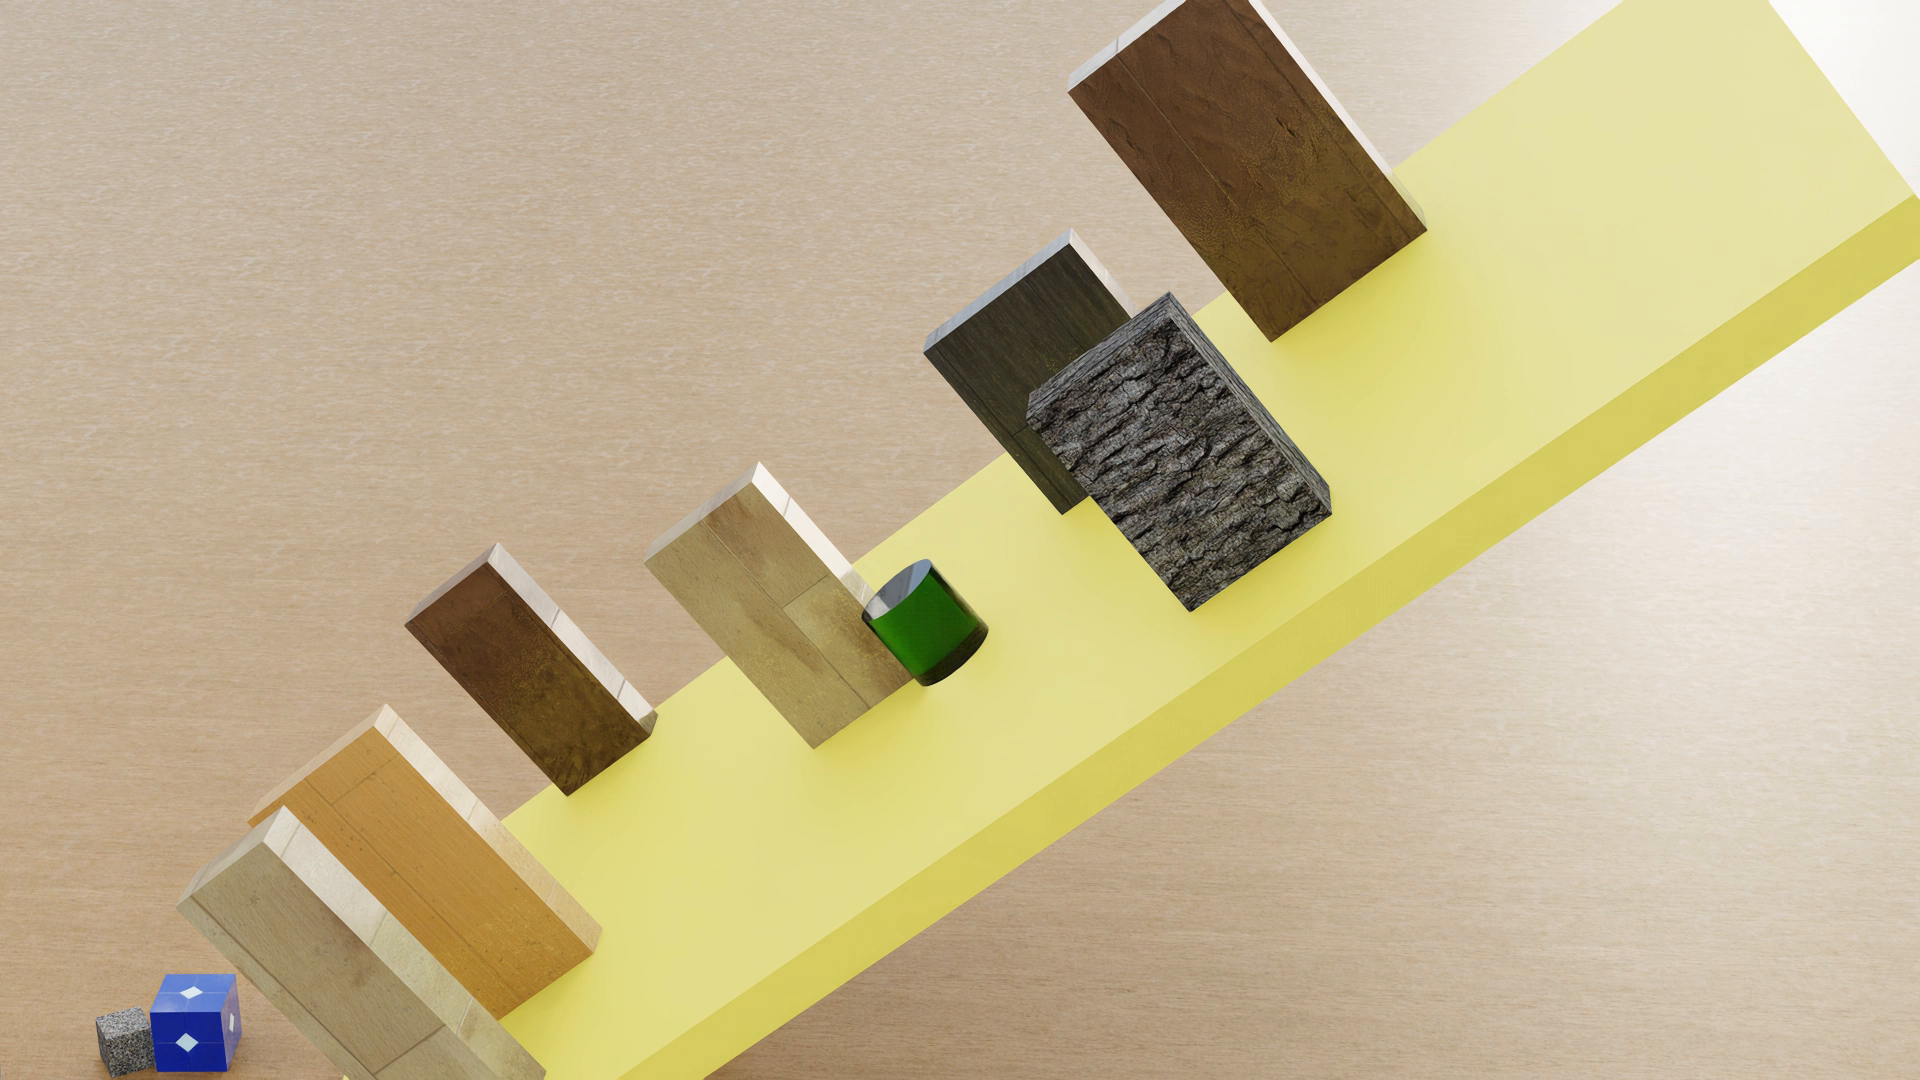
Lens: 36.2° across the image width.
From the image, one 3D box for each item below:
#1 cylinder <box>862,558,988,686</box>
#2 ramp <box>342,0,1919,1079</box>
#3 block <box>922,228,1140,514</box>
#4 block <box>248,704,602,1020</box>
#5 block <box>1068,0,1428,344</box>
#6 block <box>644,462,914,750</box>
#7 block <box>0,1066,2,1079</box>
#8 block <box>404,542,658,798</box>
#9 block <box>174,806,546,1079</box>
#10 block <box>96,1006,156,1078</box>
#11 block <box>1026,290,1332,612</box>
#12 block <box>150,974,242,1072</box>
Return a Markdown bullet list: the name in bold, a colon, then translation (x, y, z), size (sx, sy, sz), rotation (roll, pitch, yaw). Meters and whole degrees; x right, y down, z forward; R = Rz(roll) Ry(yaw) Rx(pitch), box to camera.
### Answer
- **cylinder**: translation (-0.074, 0.176, 6.277), size (0.193, 0.193, 0.193), rotation (-37, 16, 13)
- **ramp**: translation (0.121, 0.185, 6.340), size (4.000, 0.100, 2.000), rotation (-36, 16, 18)
- **block**: translation (0.234, -0.367, 6.474), size (0.409, 0.487, 0.110), rotation (-36, 16, 18)
- **block**: translation (-1.159, 0.730, 6.395), size (0.385, 0.697, 0.105), rotation (-36, 16, 18)
- **block**: translation (0.627, -0.845, 6.403), size (0.423, 0.722, 0.148), rotation (-36, 16, 18)
- **block**: translation (-0.377, 0.146, 6.380), size (0.311, 0.565, 0.113), rotation (-36, 16, 18)
- **block**: translation (-2.355, 1.263, 6.946), size (0.152, 0.152, 0.152), rotation (-5, 24, -11)
- **block**: translation (-1.083, 0.331, 7.455), size (0.290, 0.612, 0.120), rotation (-36, 16, 18)
- **block**: translation (-1.187, 0.899, 5.864), size (0.246, 0.772, 0.143), rotation (-36, 16, 18)
- **block**: translation (-2.017, 1.214, 7.113), size (0.109, 0.109, 0.109), rotation (-13, 27, -26)
- **block**: translation (0.410, -0.162, 5.493), size (0.332, 0.493, 0.139), rotation (-36, 16, 18)
- **block**: translation (-1.852, 1.171, 7.136), size (0.169, 0.169, 0.169), rotation (0, 24, -1)
